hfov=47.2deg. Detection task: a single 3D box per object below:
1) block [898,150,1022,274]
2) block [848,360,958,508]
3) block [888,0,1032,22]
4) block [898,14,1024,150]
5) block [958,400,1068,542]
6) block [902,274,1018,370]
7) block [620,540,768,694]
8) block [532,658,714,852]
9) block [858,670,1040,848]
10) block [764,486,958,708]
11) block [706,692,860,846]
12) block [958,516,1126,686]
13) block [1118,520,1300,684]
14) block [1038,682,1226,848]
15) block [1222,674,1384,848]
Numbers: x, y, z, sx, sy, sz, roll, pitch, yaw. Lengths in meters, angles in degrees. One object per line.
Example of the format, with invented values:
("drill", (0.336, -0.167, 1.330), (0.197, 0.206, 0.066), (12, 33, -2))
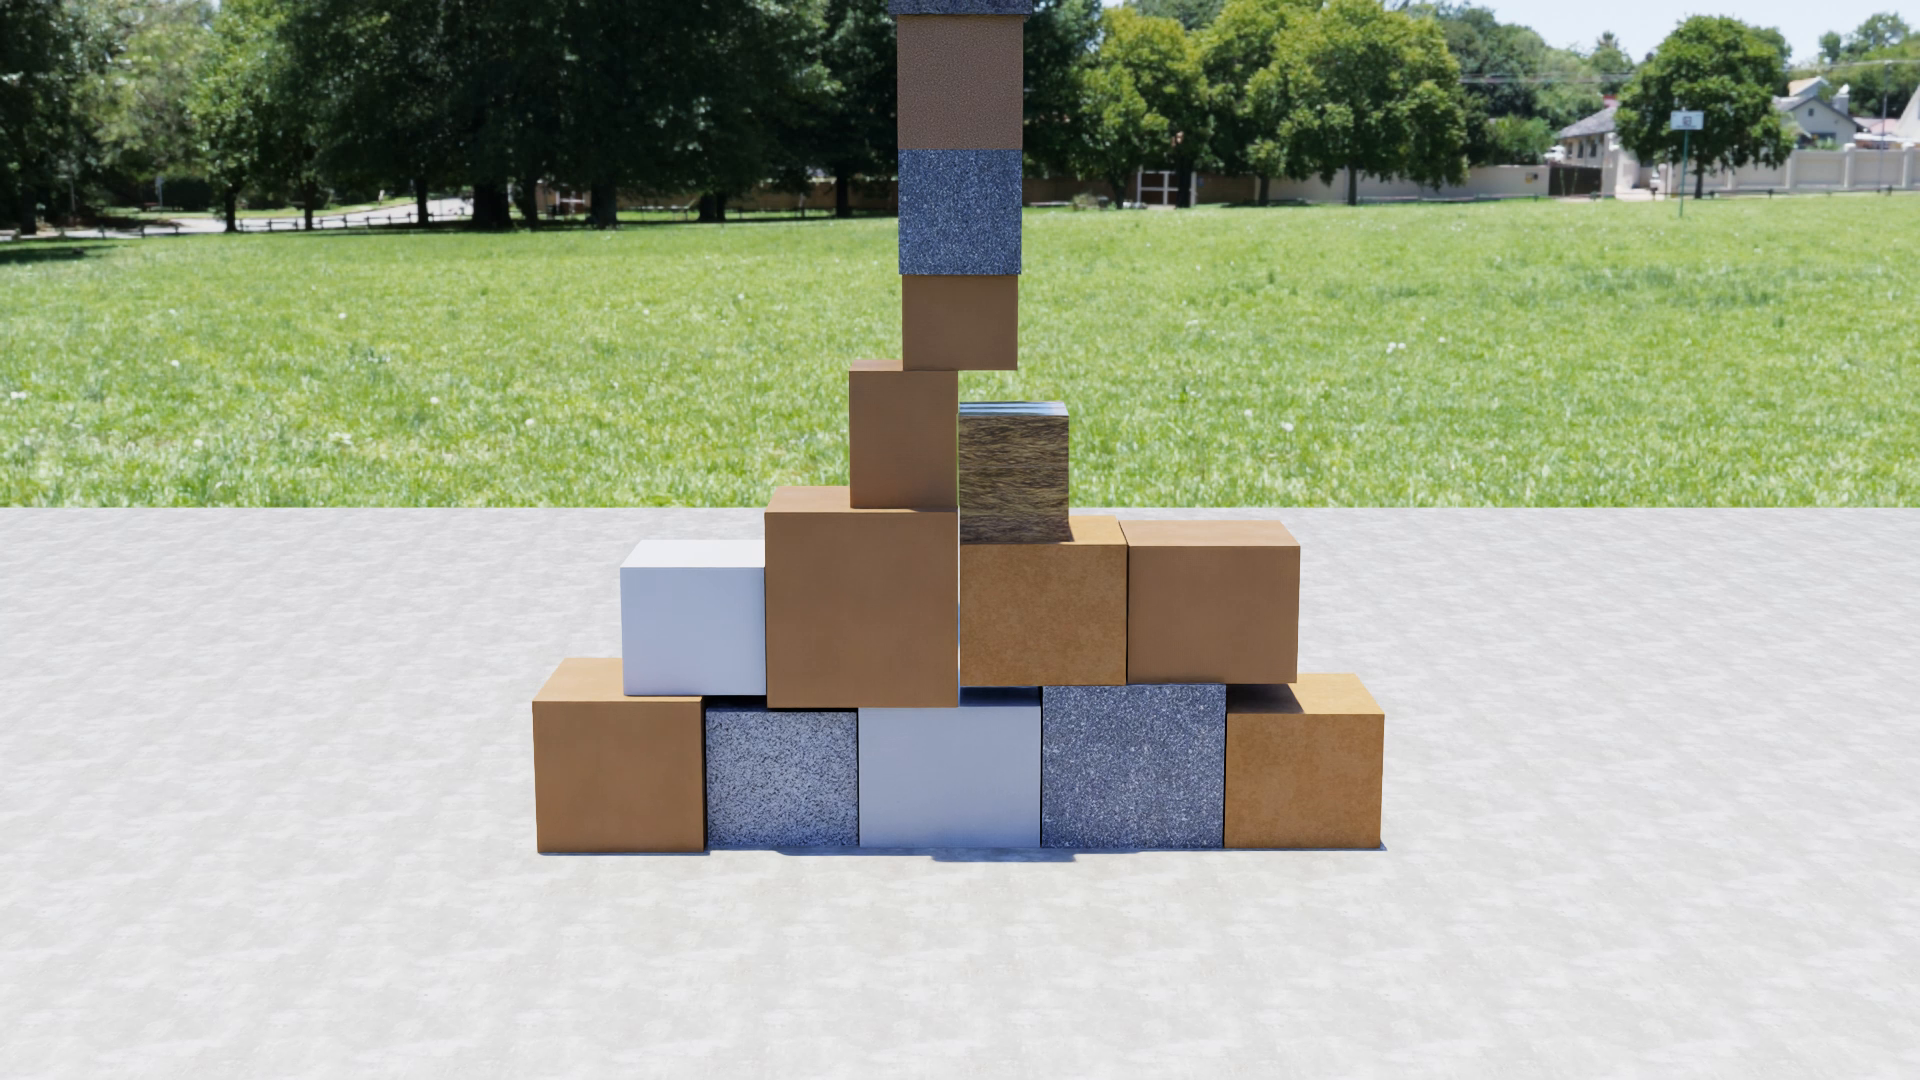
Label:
("block", (0.001, -1.632, 10.883), (0.595, 0.597, 0.595), (0, 10, 0))
("block", (-0.276, -0.543, 11.072), (0.534, 0.678, 0.571), (0, 10, 0))
("block", (0.002, -2.899, 10.664), (0.683, 0.716, 0.687), (0, 10, 0))
("block", (0.001, -2.239, 10.793), (0.598, 0.630, 0.641), (0, 10, 0))
("block", (0.264, -0.355, 11.106), (0.542, 0.624, 0.593), (0, 10, 0))
("block", (0.000, -1.109, 10.987), (0.563, 0.467, 0.568), (0, 10, 0))
("block", (-1.321, 0.385, 11.267), (0.712, 0.650, 0.750), (0, 10, 0))
("block", (-1.695, 1.095, 11.361), (0.829, 0.780, 0.923), (0, 10, 0))
("block", (-0.051, 1.117, 11.374), (0.906, 0.732, 0.788), (0, 10, 0))
("block", (-0.483, 0.273, 11.224), (0.945, 0.982, 0.833), (0, 10, 0))
("block", (-0.893, 1.133, 11.400), (0.756, 0.691, 0.748), (0, 10, 0))
("block", (0.409, 0.297, 11.252), (0.823, 0.712, 0.844), (0, 10, 0))
("block", (1.255, 0.305, 11.244), (0.844, 0.697, 0.736), (0, 10, 0))
("block", (0.865, 1.066, 11.359), (0.906, 0.839, 0.788), (0, 10, 0))
("block", (1.719, 1.131, 11.397), (0.783, 0.698, 0.845), (0, 10, 0))
